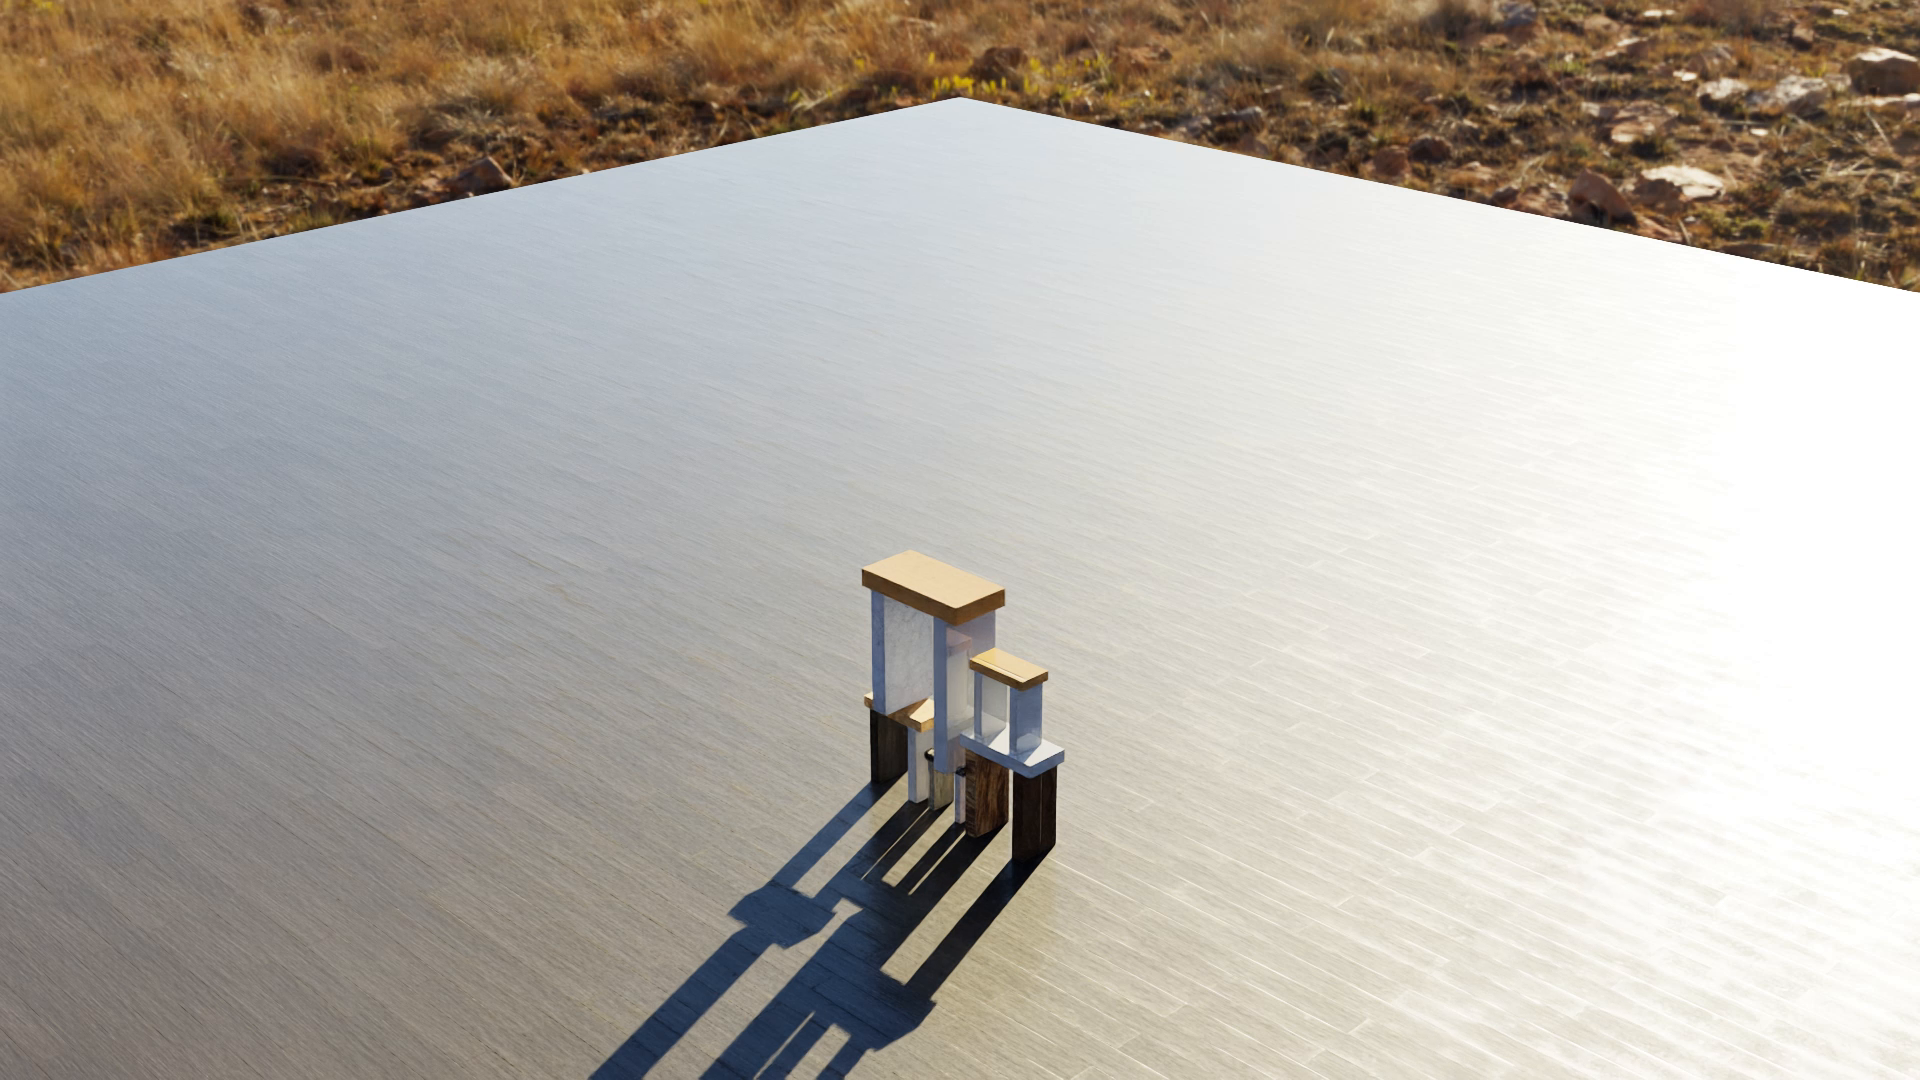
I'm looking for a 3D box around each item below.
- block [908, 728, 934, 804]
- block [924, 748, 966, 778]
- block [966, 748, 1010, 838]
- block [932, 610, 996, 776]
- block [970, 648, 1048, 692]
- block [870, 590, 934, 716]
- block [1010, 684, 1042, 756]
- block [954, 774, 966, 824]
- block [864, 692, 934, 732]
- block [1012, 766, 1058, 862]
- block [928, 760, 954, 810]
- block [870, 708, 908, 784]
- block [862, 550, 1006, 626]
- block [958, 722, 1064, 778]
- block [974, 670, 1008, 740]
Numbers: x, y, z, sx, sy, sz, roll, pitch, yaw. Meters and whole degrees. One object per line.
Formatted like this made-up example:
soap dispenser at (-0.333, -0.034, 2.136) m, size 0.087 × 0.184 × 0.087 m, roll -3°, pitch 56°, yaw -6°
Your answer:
block at (-0.068, 0.446, 4.494) m, size 0.024 × 0.168 × 0.084 m, roll 21°, pitch 31°, yaw 41°
block at (-0.013, 0.441, 4.417) m, size 0.055 × 0.016 × 0.111 m, roll -21°, pitch 31°, yaw -40°
block at (0.055, 0.487, 4.367) m, size 0.027 × 0.193 × 0.096 m, roll 21°, pitch 31°, yaw 41°
block at (0.009, 0.288, 4.333) m, size 0.134 × 0.333 × 0.038 m, roll -21°, pitch 31°, yaw -40°
block at (0.093, 0.249, 4.222) m, size 0.142 × 0.020 × 0.071 m, roll 21°, pitch 31°, yaw 41°
block at (-0.116, 0.208, 4.437) m, size 0.038 × 0.267 × 0.134 m, roll 21°, pitch 31°, yaw 41°
block at (0.127, 0.336, 4.223) m, size 0.020 × 0.142 × 0.071 m, roll 21°, pitch 31°, yaw 41°
block at (0.015, 0.509, 4.419) m, size 0.055 × 0.111 × 0.016 m, roll -21°, pitch 31°, yaw -40°
block at (-0.108, 0.342, 4.494) m, size 0.168 × 0.024 × 0.084 m, roll 21°, pitch 31°, yaw 41°
block at (0.145, 0.522, 4.283) m, size 0.027 × 0.193 × 0.096 m, roll 21°, pitch 31°, yaw 41°
block at (-0.038, 0.489, 4.467) m, size 0.055 × 0.111 × 0.016 m, roll -21°, pitch 31°, yaw -41°
block at (-0.147, 0.415, 4.568) m, size 0.024 × 0.168 × 0.084 m, roll 21°, pitch 31°, yaw 41°
block at (-0.054, 0.092, 4.319) m, size 0.134 × 0.038 × 0.267 m, roll -21°, pitch 31°, yaw -40°
block at (0.100, 0.403, 4.282) m, size 0.193 × 0.027 × 0.096 m, roll 21°, pitch 31°, yaw 41°
block at (0.060, 0.310, 4.285) m, size 0.020 × 0.142 × 0.071 m, roll 21°, pitch 31°, yaw 41°
